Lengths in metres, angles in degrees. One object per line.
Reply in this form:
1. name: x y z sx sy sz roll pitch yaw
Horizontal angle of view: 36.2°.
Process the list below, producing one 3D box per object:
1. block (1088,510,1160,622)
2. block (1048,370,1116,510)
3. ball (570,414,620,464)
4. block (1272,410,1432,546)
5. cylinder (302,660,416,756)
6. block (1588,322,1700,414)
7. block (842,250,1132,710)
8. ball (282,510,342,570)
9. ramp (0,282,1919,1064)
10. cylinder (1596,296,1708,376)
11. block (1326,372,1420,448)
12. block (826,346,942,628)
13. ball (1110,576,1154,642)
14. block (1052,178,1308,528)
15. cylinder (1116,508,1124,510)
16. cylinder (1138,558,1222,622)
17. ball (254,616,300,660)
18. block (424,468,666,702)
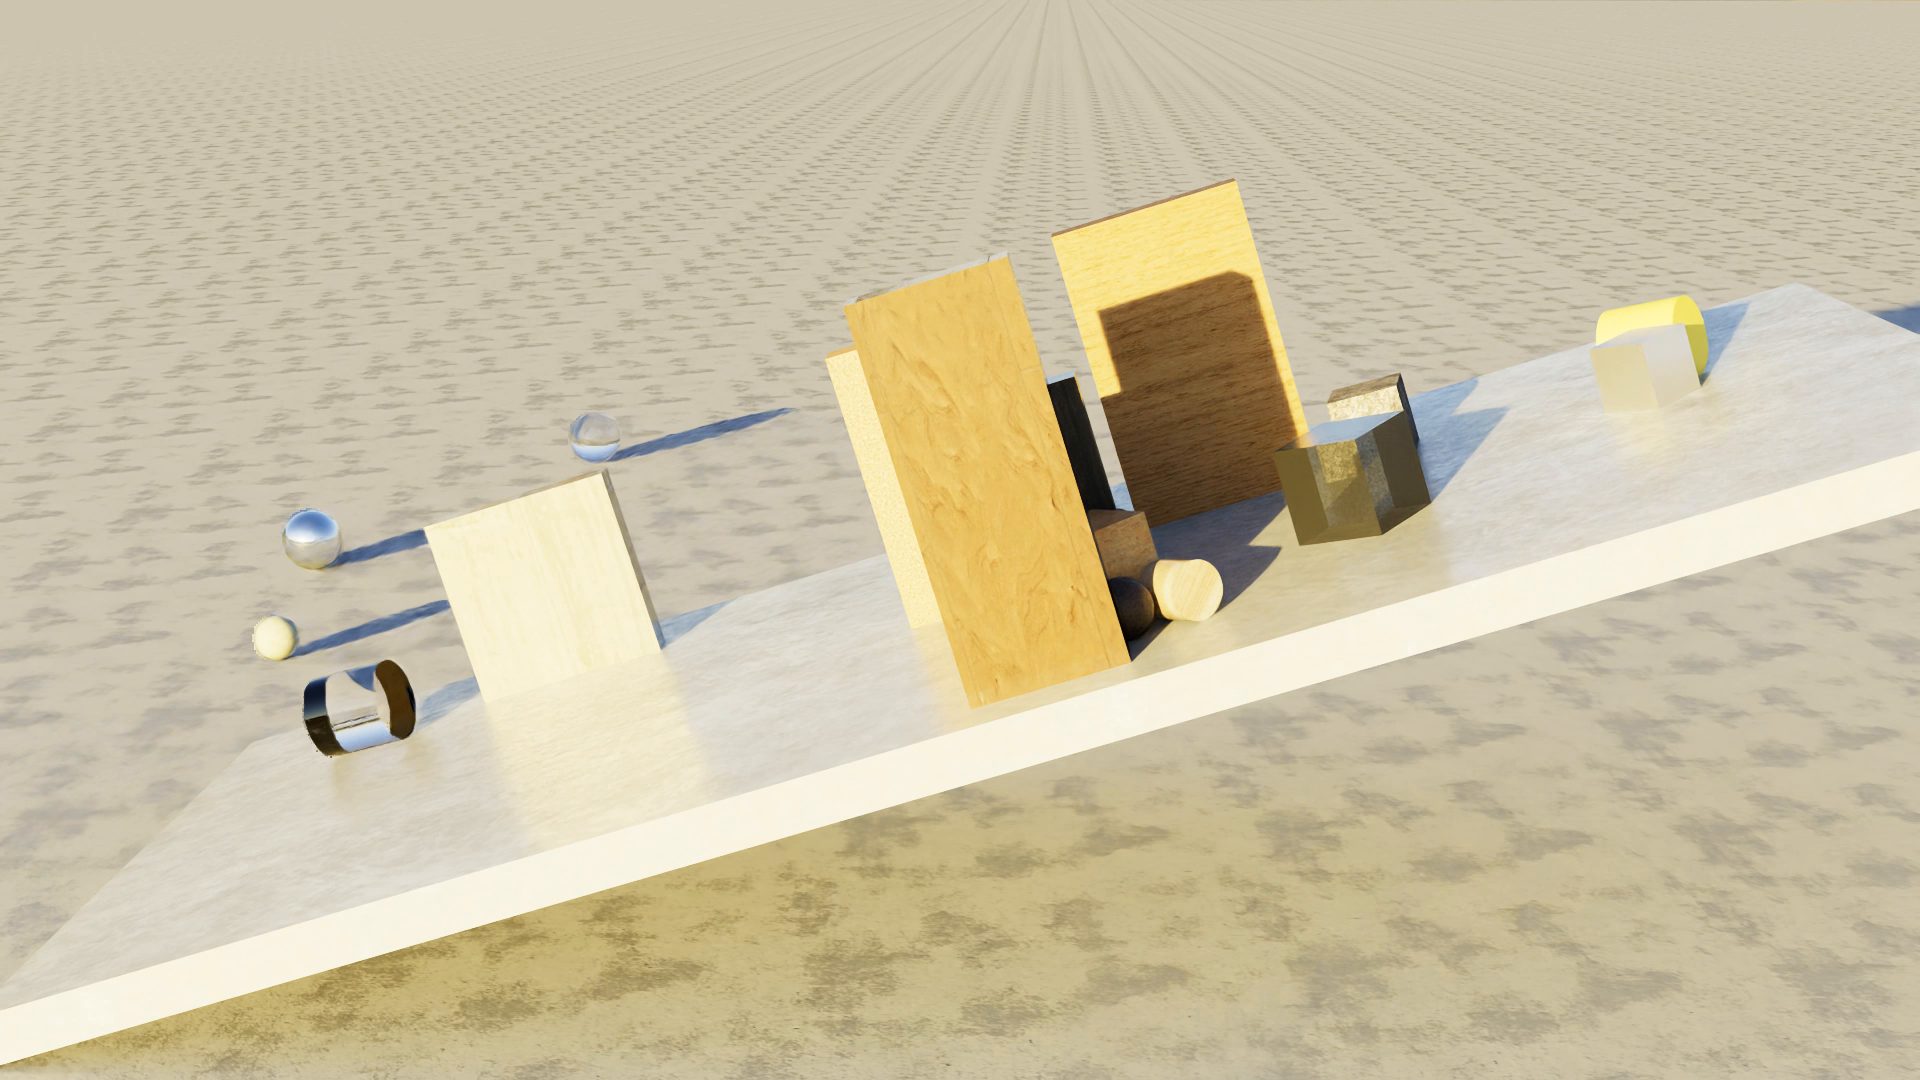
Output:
1. block: 0.252 0.076 5.752 0.210 0.210 0.210 -22 11 -23
2. block: 0.111 -0.054 5.930 0.393 0.475 0.093 -17 10 5
3. ball: -1.508 -0.421 12.156 0.207 0.207 0.207 0 11 0
4. block: 0.792 -0.125 5.942 0.201 0.201 0.201 -8 14 42
5. cylinder: -1.408 0.395 6.898 0.190 0.190 0.190 -14 7 17
6. block: 1.457 -0.365 6.259 0.146 0.146 0.146 -25 12 -35
7. block: 0.054 -0.109 5.434 0.310 0.785 0.113 -17 10 5
8. ball: -2.210 -0.001 10.038 0.202 0.202 0.202 0 11 0
9. ramp: 0.096 0.185 6.315 4.000 0.100 2.000 -17 10 5
10. cylinder: 1.512 -0.430 6.425 0.178 0.178 0.178 -10 3 37
11. block: 0.925 -0.265 6.583 0.159 0.159 0.159 -15 10 15
12. block: -0.016 -0.159 6.314 0.372 0.611 0.109 -17 10 5
13. ball: 0.308 0.132 5.595 0.126 0.126 0.126 0 11 0
14. block: 0.506 -0.412 6.568 0.423 0.689 0.096 -17 10 5
15. cylinder: 0.271 0.028 6.102 0.164 0.164 0.164 -11 4 32
16. cylinder: 0.421 0.095 5.629 0.117 0.117 0.117 -6 4 -30
17. ball: -2.031 0.291 8.745 0.131 0.131 0.131 0 11 0
18. block: -0.985 0.108 6.996 0.442 0.445 0.090 -17 10 5
